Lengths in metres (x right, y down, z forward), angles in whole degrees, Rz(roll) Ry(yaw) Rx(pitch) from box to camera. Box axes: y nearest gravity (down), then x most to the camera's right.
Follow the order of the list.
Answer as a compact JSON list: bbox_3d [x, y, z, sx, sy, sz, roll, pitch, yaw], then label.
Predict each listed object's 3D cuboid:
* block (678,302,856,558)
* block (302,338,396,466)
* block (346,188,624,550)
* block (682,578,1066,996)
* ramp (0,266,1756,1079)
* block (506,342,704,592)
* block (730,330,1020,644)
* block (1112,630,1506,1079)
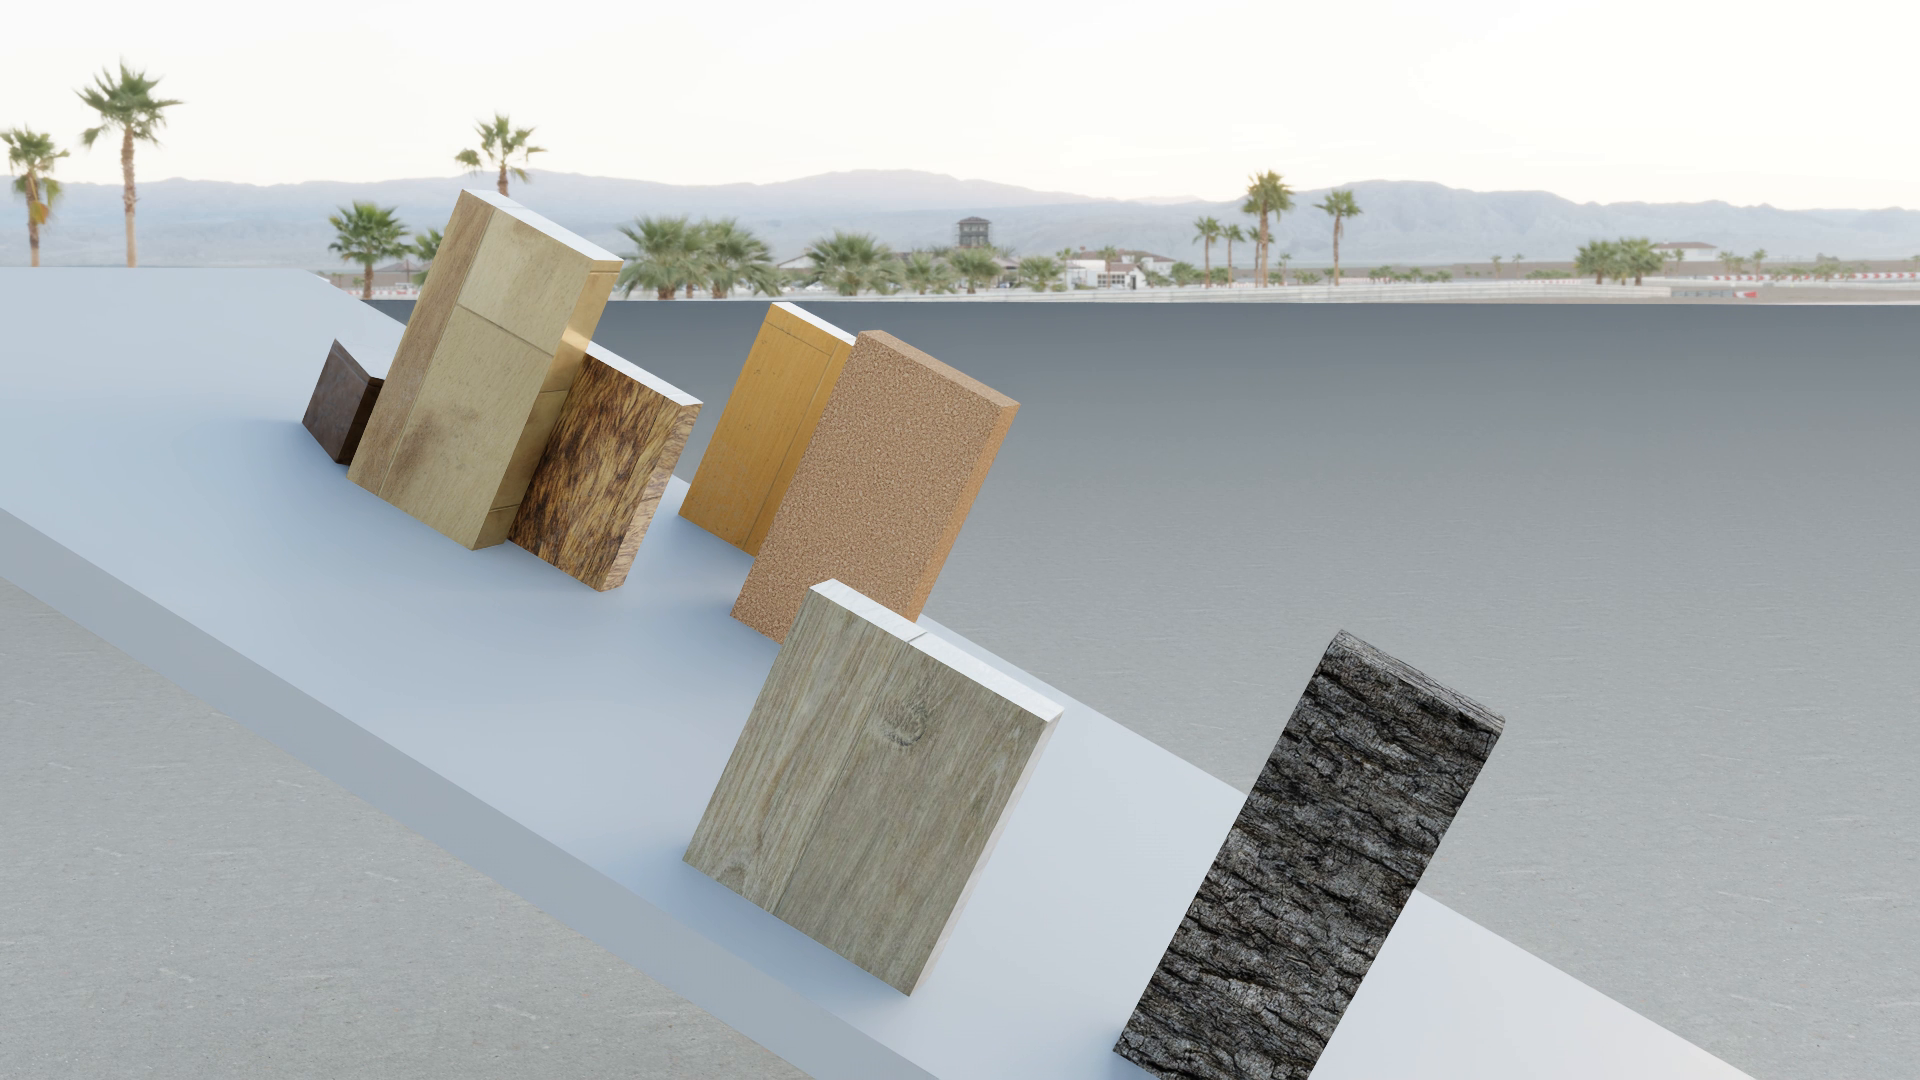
[{"bbox_3d":[-0.371,-0.220,4.956,0.335,0.534,0.104,29,14,12],"label":"block"},{"bbox_3d":[-1.168,-0.262,4.415,0.191,0.191,0.191,13,19,-43],"label":"block"},{"bbox_3d":[-0.912,-0.325,4.211,0.301,0.613,0.125,29,14,12],"label":"block"},{"bbox_3d":[-0.134,0.369,3.309,0.407,0.479,0.103,29,14,12],"label":"block"},{"bbox_3d":[-0.247,0.416,4.161,4.000,0.100,2.000,29,14,12],"label":"ramp"},{"bbox_3d":[-0.720,-0.148,4.324,0.276,0.411,0.099,29,14,12],"label":"block"},{"bbox_3d":[-0.175,-0.059,4.466,0.331,0.650,0.131,29,14,12],"label":"block"},{"bbox_3d":[0.528,0.529,3.357,0.277,0.735,0.123,29,14,12],"label":"block"}]
